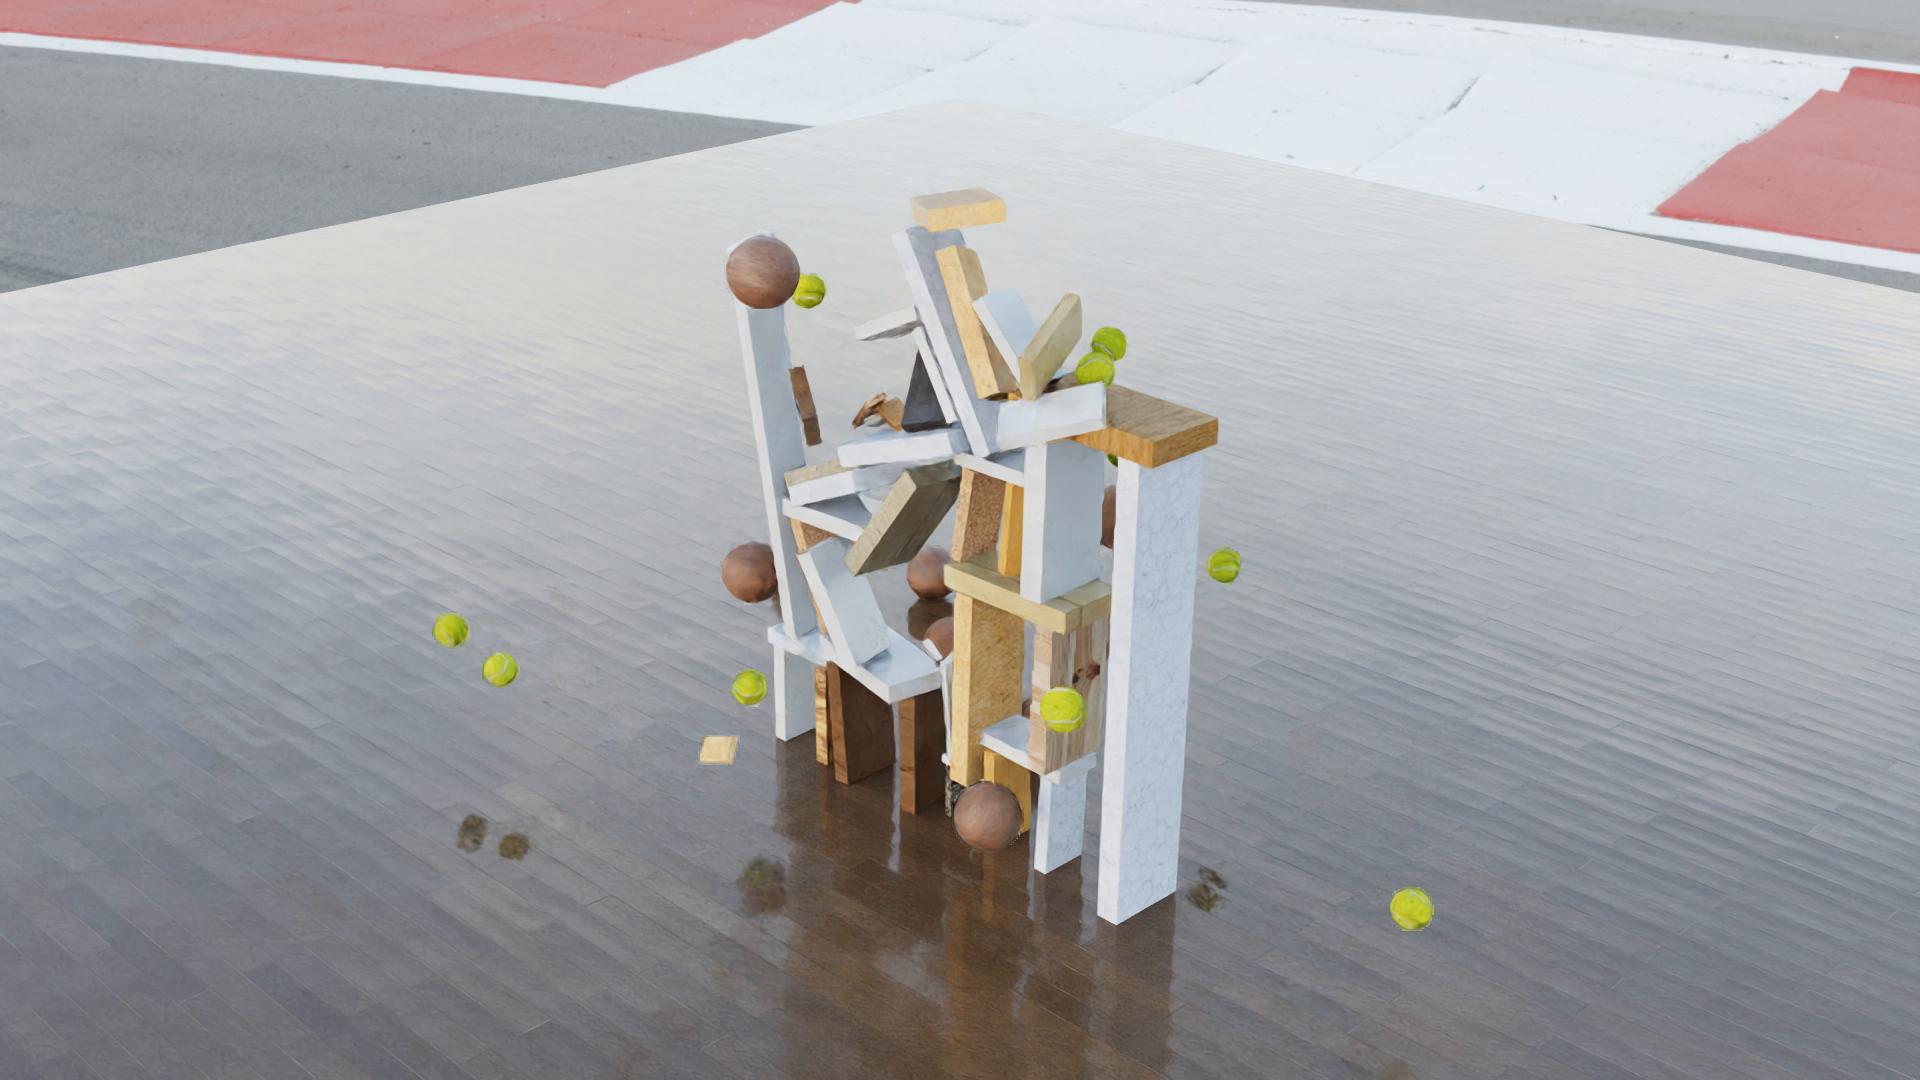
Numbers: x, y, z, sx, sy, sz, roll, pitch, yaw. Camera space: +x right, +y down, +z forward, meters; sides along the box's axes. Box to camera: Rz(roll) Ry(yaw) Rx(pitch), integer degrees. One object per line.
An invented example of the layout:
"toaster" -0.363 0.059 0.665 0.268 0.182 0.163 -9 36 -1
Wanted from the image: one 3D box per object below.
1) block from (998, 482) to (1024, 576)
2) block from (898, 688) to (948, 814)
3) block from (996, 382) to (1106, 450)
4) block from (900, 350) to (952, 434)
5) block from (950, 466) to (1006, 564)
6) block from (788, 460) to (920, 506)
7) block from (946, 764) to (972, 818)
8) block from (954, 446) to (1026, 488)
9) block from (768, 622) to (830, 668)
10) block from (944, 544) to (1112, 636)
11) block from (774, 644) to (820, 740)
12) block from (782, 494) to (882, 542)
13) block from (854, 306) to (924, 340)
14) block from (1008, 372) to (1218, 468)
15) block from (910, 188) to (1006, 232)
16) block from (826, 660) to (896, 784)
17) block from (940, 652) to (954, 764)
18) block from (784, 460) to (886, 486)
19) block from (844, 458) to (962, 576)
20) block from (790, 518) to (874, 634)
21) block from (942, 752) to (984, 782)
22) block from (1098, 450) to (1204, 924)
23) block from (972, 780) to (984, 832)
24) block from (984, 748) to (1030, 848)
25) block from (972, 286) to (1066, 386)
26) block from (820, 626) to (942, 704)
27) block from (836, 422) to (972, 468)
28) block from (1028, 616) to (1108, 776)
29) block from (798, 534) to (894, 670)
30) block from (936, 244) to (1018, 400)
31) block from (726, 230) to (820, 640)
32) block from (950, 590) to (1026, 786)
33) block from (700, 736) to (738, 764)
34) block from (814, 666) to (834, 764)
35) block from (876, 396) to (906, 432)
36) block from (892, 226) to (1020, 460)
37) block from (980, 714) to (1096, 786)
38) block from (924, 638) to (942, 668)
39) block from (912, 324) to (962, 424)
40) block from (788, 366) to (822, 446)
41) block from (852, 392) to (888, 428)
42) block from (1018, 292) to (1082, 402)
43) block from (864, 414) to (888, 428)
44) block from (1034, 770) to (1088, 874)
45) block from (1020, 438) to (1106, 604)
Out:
"block" 0.129 -0.030 4.071 0.099 0.198 0.028 -10 34 -21
"block" -0.067 0.405 4.458 0.039 0.272 0.136 15 27 32
"block" 0.158 -0.212 3.765 0.186 0.026 0.093 -12 43 17
"block" -0.046 -0.288 4.111 0.094 0.027 0.187 -6 54 25
"block" 0.038 -0.061 4.142 0.028 0.198 0.099 32 37 34
"block" -0.209 -0.114 4.328 0.147 0.042 0.293 -13 2 -29
"block" -0.003 0.496 4.442 0.017 0.117 0.058 21 31 41
"block" 0.096 -0.141 4.041 0.198 0.028 0.099 21 31 40
"block" -0.293 0.217 4.648 0.219 0.031 0.109 21 30 40
"block" 0.134 0.088 4.104 0.153 0.043 0.307 -21 31 -41
"block" -0.348 0.313 4.741 0.031 0.219 0.109 21 30 40
"block" -0.230 -0.054 4.434 0.247 0.035 0.124 19 29 41
"block" -0.103 -0.406 4.109 0.094 0.027 0.187 -8 -3 -39
"block" 0.264 -0.213 3.828 0.169 0.048 0.338 -21 31 -40
"block" -0.005 -0.602 3.997 0.137 0.039 0.274 -9 15 -6
"block" -0.203 0.358 4.563 0.136 0.272 0.039 -22 28 -39
"block" -0.010 0.329 4.293 0.014 0.272 0.048 27 48 32
"block" -0.244 -0.145 4.416 0.204 0.029 0.102 -11 1 40
"block" -0.098 -0.044 4.229 0.147 0.293 0.042 -15 63 -39
"block" -0.257 0.057 4.523 0.124 0.248 0.035 -16 0 -34
"block" 0.026 0.446 4.385 0.117 0.017 0.058 23 32 38
"block" 0.340 0.261 3.960 0.169 0.925 0.048 -21 32 -40
"block" 0.054 0.518 4.389 0.017 0.117 0.058 24 33 39
"block" 0.093 0.493 4.334 0.029 0.207 0.104 21 31 41
"block" 0.106 -0.355 3.898 0.093 0.186 0.026 -23 -10 -45
"block" -0.156 0.242 4.438 0.136 0.039 0.272 -15 28 -29
"block" -0.076 -0.187 4.144 0.293 0.042 0.147 -4 14 43
"block" 0.203 0.275 4.114 0.153 0.307 0.043 -21 34 -40
"block" -0.227 0.120 4.375 0.035 0.247 0.124 -15 11 40
"block" 0.032 -0.389 3.964 0.039 0.275 0.137 -17 -3 17
"block" -0.364 -0.196 4.442 0.029 0.882 0.102 17 37 34
"block" 0.055 0.267 4.265 0.043 0.410 0.153 23 32 38
"block" -0.456 0.396 4.151 0.014 0.048 0.095 25 -21 -33
"block" -0.256 0.354 4.645 0.031 0.219 0.109 18 29 37
"block" -0.121 -0.241 4.222 0.047 0.013 0.095 -28 35 -11
"block" 0.010 -0.372 4.035 0.039 0.435 0.137 -19 2 46
"block" 0.150 0.402 4.236 0.207 0.029 0.103 24 33 38
"block" -0.053 0.222 4.320 0.014 0.048 0.095 -35 -9 -6
"block" -0.014 -0.311 4.063 0.094 0.187 0.027 -14 -11 -42
"block" -0.298 -0.256 4.240 0.029 0.102 0.204 -15 -11 -4
"block" -0.176 -0.253 4.276 0.047 0.094 0.013 -32 81 -29
"block" 0.157 -0.333 3.787 0.026 0.093 0.186 18 51 22
"block" -0.156 -0.237 4.308 0.047 0.013 0.095 -20 -3 7
"block" 0.195 0.532 4.241 0.029 0.207 0.103 25 33 39
"block" 0.188 -0.069 3.982 0.048 0.338 0.169 21 31 37
